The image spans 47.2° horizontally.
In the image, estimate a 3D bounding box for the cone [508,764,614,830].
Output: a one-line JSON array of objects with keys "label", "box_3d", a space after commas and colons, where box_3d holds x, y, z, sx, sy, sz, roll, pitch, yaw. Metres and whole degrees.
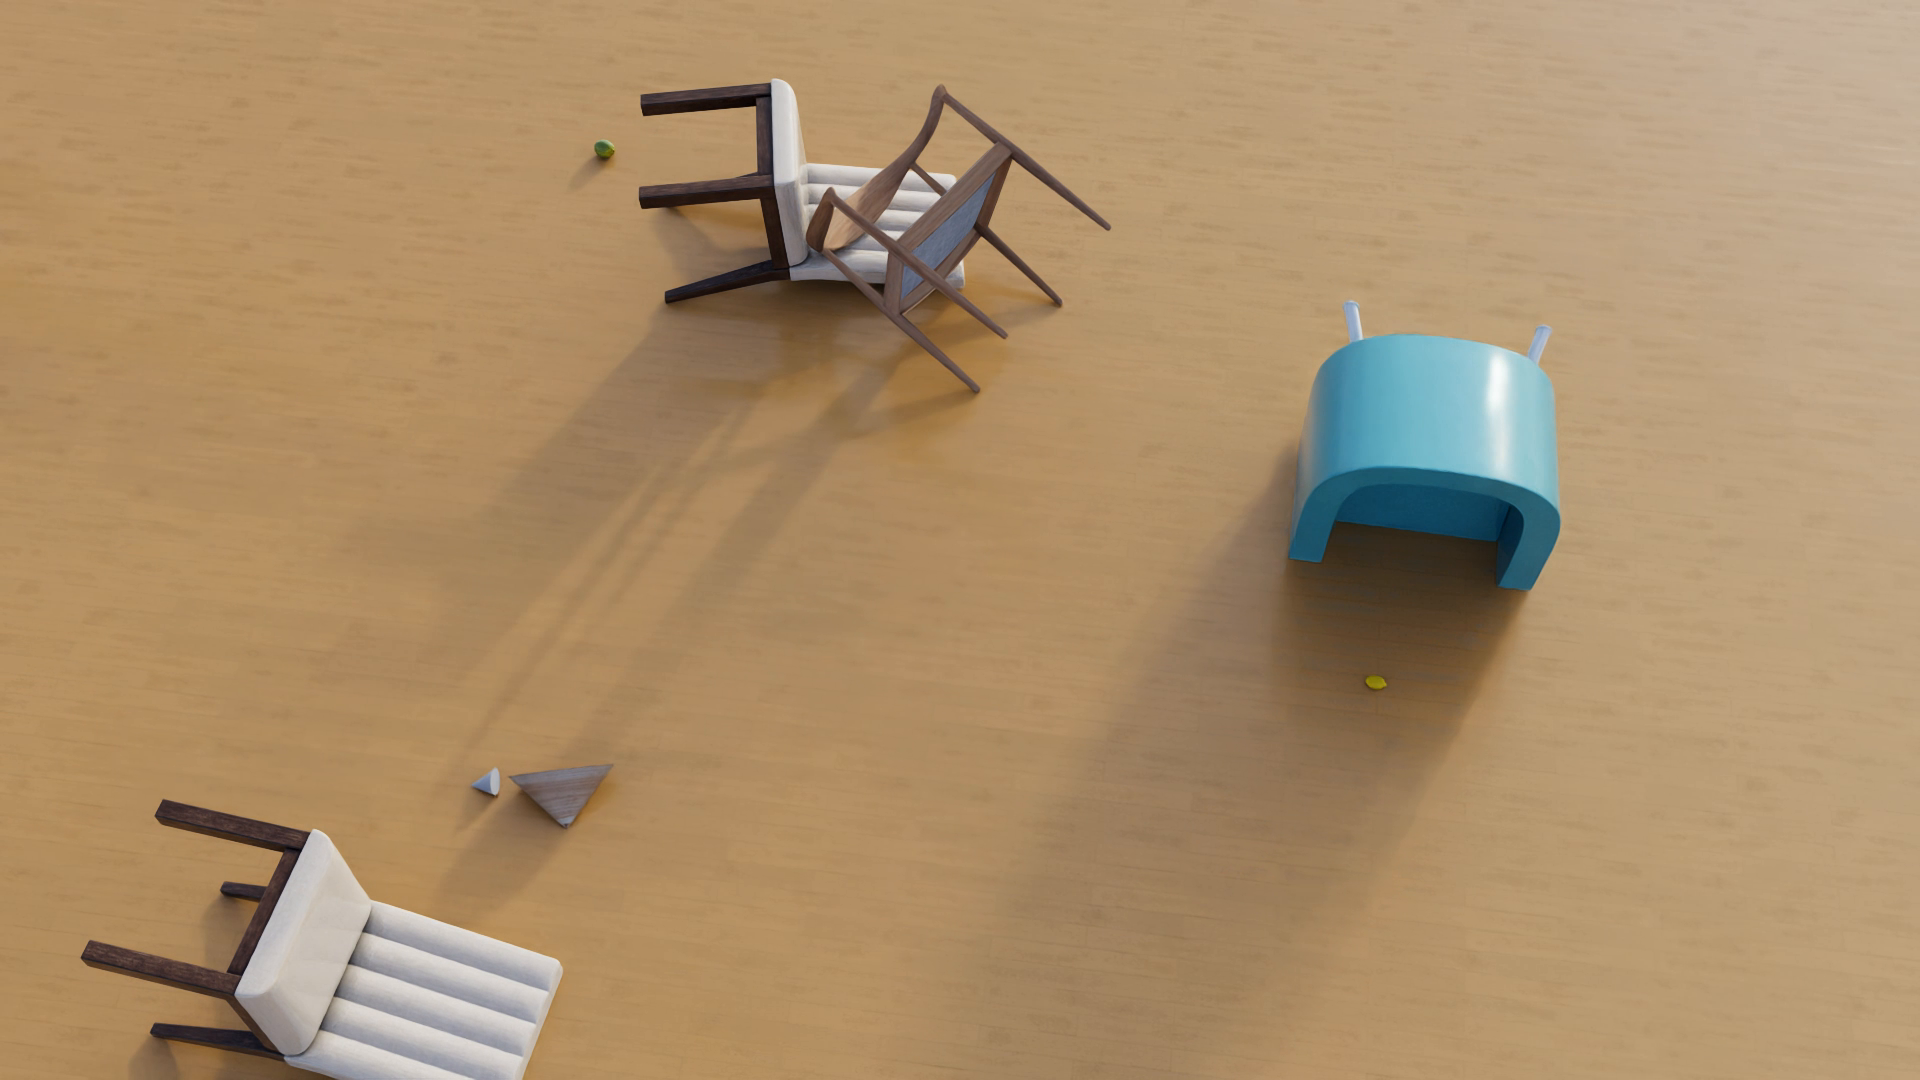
[{"label": "cone", "box_3d": [-1.090, 0.716, 6.050, 0.290, 0.161, 0.163, -6, 83, -5]}]

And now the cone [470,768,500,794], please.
[{"label": "cone", "box_3d": [-1.325, 0.676, 6.106, 0.078, 0.052, 0.079, -10, 58, 15]}]
